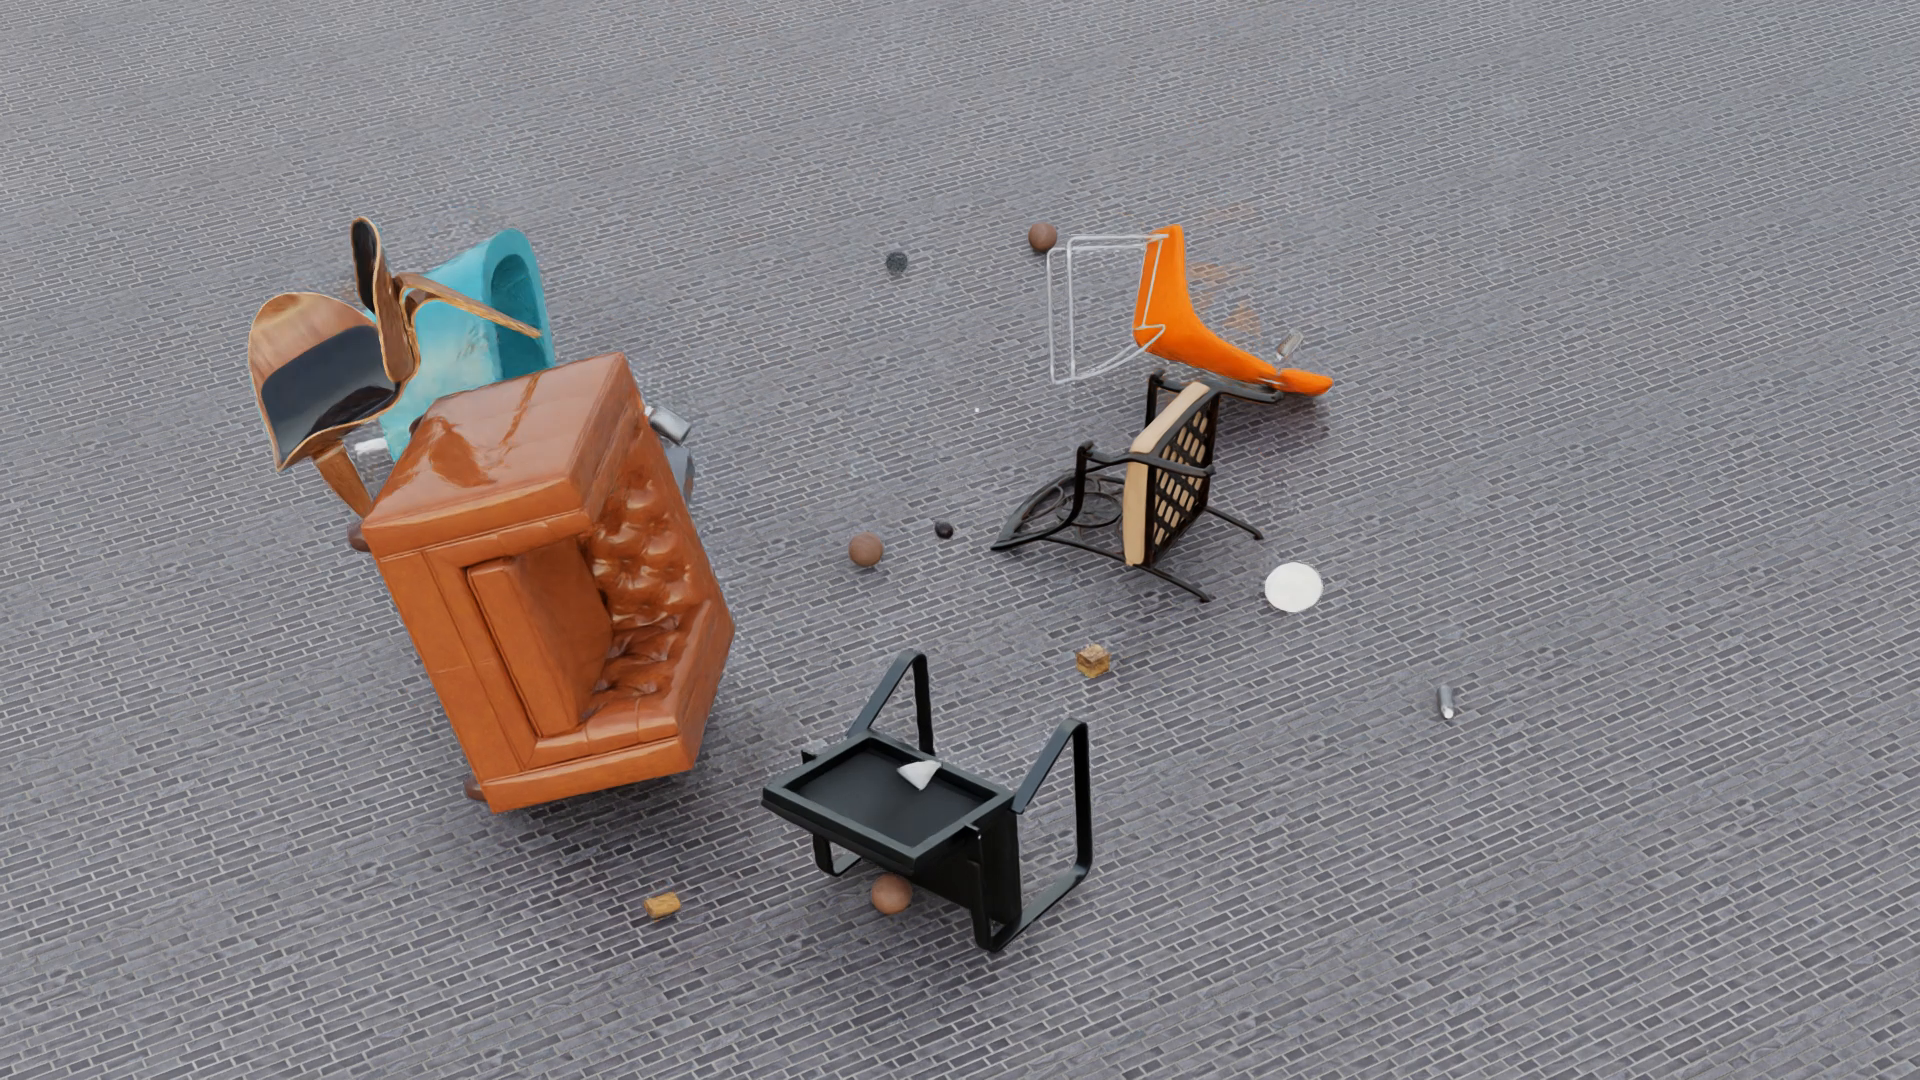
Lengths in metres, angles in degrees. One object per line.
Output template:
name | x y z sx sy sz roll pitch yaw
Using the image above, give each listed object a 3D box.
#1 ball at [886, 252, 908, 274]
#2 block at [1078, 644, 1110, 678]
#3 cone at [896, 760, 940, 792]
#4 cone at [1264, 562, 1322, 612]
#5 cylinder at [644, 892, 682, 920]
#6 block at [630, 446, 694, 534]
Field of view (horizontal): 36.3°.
ball | -0.274 -1.200 12.676 0.098 0.098 0.098 0 33 0
block | 0.466 0.423 10.237 0.085 0.073 0.076 -23 40 -30
cone | -0.121 0.727 8.899 0.140 0.119 0.076 -18 68 25
cone | 1.187 0.148 10.642 0.211 0.180 0.223 2 11 -6
cylinder | -0.931 1.143 9.170 0.093 0.043 0.082 -18 35 -25
block | -1.108 -0.186 10.941 0.185 0.170 0.271 3 63 5
